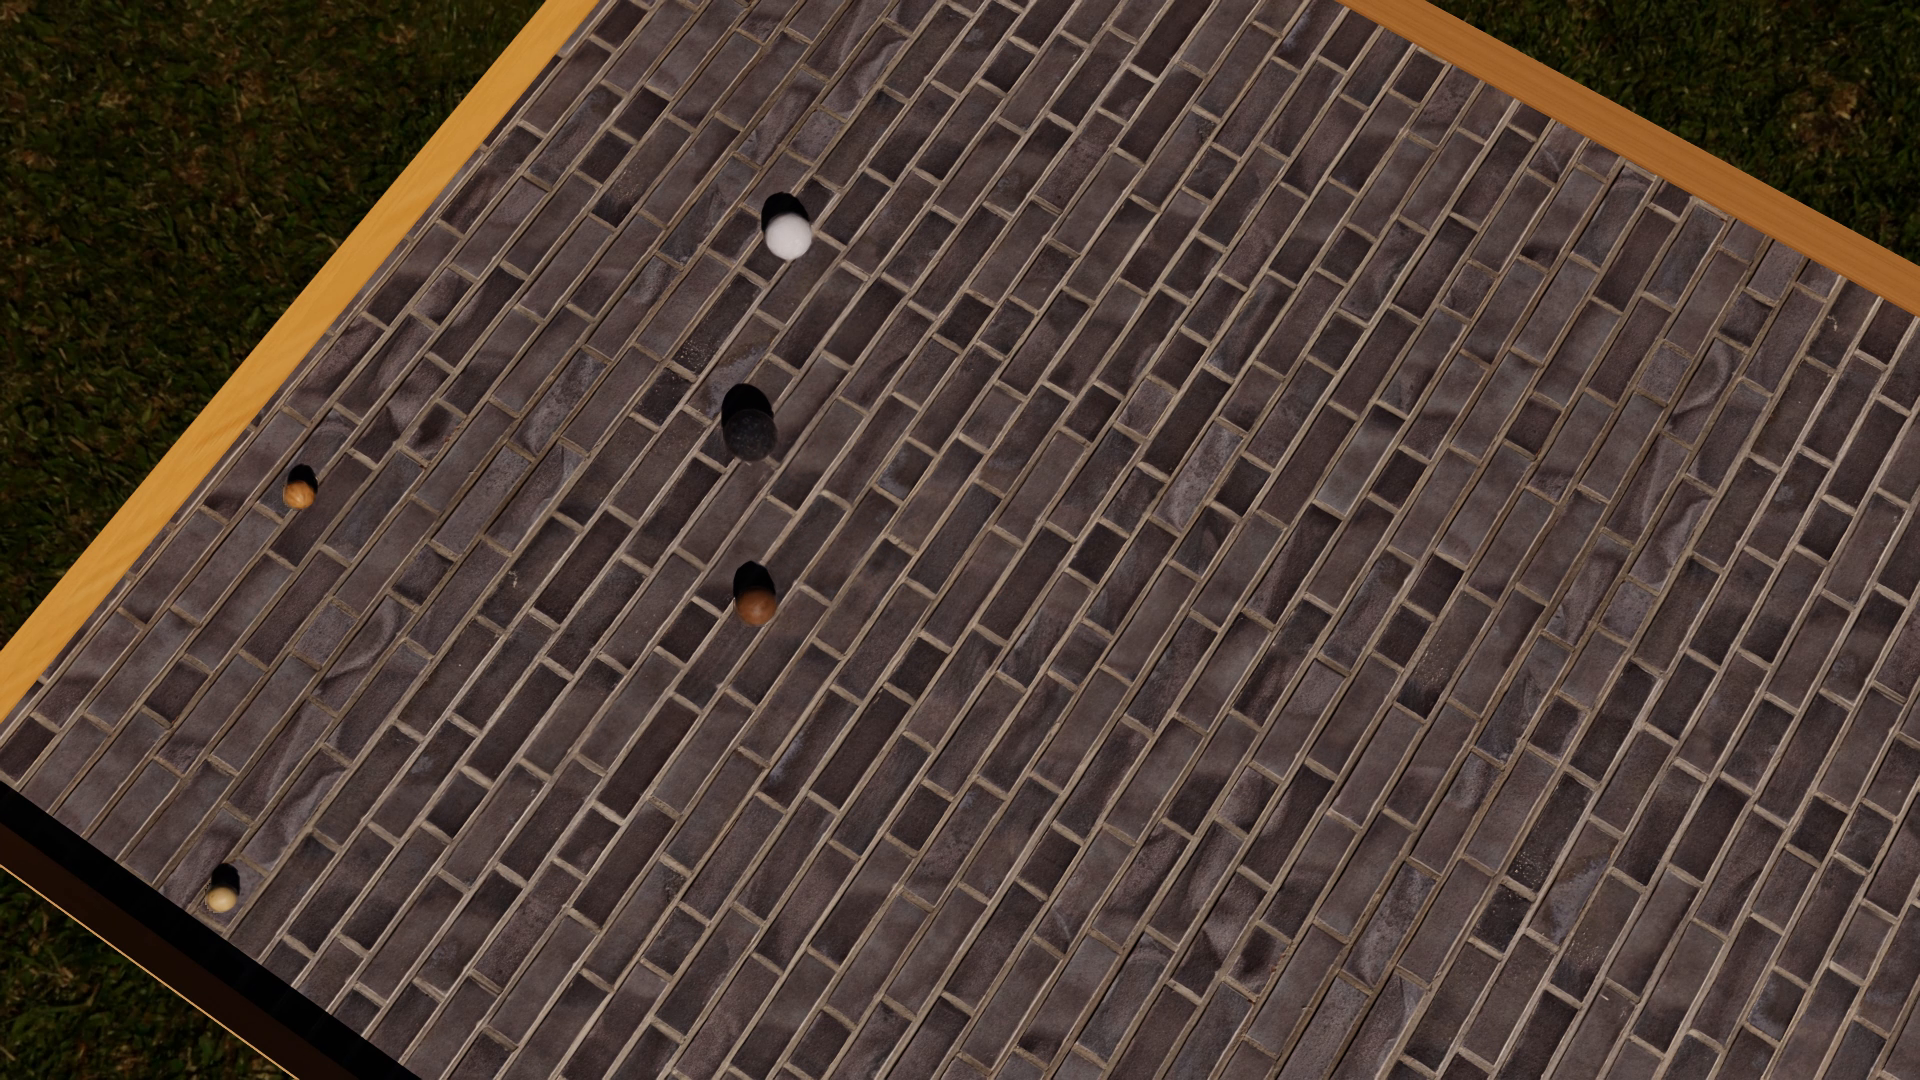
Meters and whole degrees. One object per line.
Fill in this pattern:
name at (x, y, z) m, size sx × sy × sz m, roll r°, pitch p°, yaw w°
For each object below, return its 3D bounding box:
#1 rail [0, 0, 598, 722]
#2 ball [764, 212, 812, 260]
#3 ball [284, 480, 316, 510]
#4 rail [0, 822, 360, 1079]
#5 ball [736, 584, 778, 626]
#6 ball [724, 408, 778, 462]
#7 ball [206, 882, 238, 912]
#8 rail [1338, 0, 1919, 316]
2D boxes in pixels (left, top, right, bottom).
rail at (-0.892, -0.559, 3.614) m, size 0.045 × 0.110 × 2.413 m, roll 32°, pitch 73°, yaw 11°
ball at (-0.281, -0.500, 3.610) m, size 0.079 × 0.079 × 0.079 m, roll 0°, pitch 70°, yaw 0°
ball at (-1.042, -0.072, 3.473) m, size 0.047 × 0.047 × 0.047 m, roll 0°, pitch 70°, yaw 0°
rail at (0.263, 1.486, 2.880) m, size 4.362 × 0.110 × 0.045 m, roll 32°, pitch 73°, yaw 11°
ball at (-0.315, 0.101, 3.403) m, size 0.064 × 0.064 × 0.064 m, roll 0°, pitch 70°, yaw 0°
ball at (-0.332, -0.166, 3.487) m, size 0.085 × 0.085 × 0.085 m, roll 0°, pitch 70°, yaw 0°
ball at (-1.093, 0.529, 3.260) m, size 0.044 × 0.044 × 0.044 m, roll 0°, pitch 70°, yaw 0°
rail at (1.561, -0.376, 3.548) m, size 4.362 × 0.110 × 0.045 m, roll 32°, pitch 73°, yaw 11°
